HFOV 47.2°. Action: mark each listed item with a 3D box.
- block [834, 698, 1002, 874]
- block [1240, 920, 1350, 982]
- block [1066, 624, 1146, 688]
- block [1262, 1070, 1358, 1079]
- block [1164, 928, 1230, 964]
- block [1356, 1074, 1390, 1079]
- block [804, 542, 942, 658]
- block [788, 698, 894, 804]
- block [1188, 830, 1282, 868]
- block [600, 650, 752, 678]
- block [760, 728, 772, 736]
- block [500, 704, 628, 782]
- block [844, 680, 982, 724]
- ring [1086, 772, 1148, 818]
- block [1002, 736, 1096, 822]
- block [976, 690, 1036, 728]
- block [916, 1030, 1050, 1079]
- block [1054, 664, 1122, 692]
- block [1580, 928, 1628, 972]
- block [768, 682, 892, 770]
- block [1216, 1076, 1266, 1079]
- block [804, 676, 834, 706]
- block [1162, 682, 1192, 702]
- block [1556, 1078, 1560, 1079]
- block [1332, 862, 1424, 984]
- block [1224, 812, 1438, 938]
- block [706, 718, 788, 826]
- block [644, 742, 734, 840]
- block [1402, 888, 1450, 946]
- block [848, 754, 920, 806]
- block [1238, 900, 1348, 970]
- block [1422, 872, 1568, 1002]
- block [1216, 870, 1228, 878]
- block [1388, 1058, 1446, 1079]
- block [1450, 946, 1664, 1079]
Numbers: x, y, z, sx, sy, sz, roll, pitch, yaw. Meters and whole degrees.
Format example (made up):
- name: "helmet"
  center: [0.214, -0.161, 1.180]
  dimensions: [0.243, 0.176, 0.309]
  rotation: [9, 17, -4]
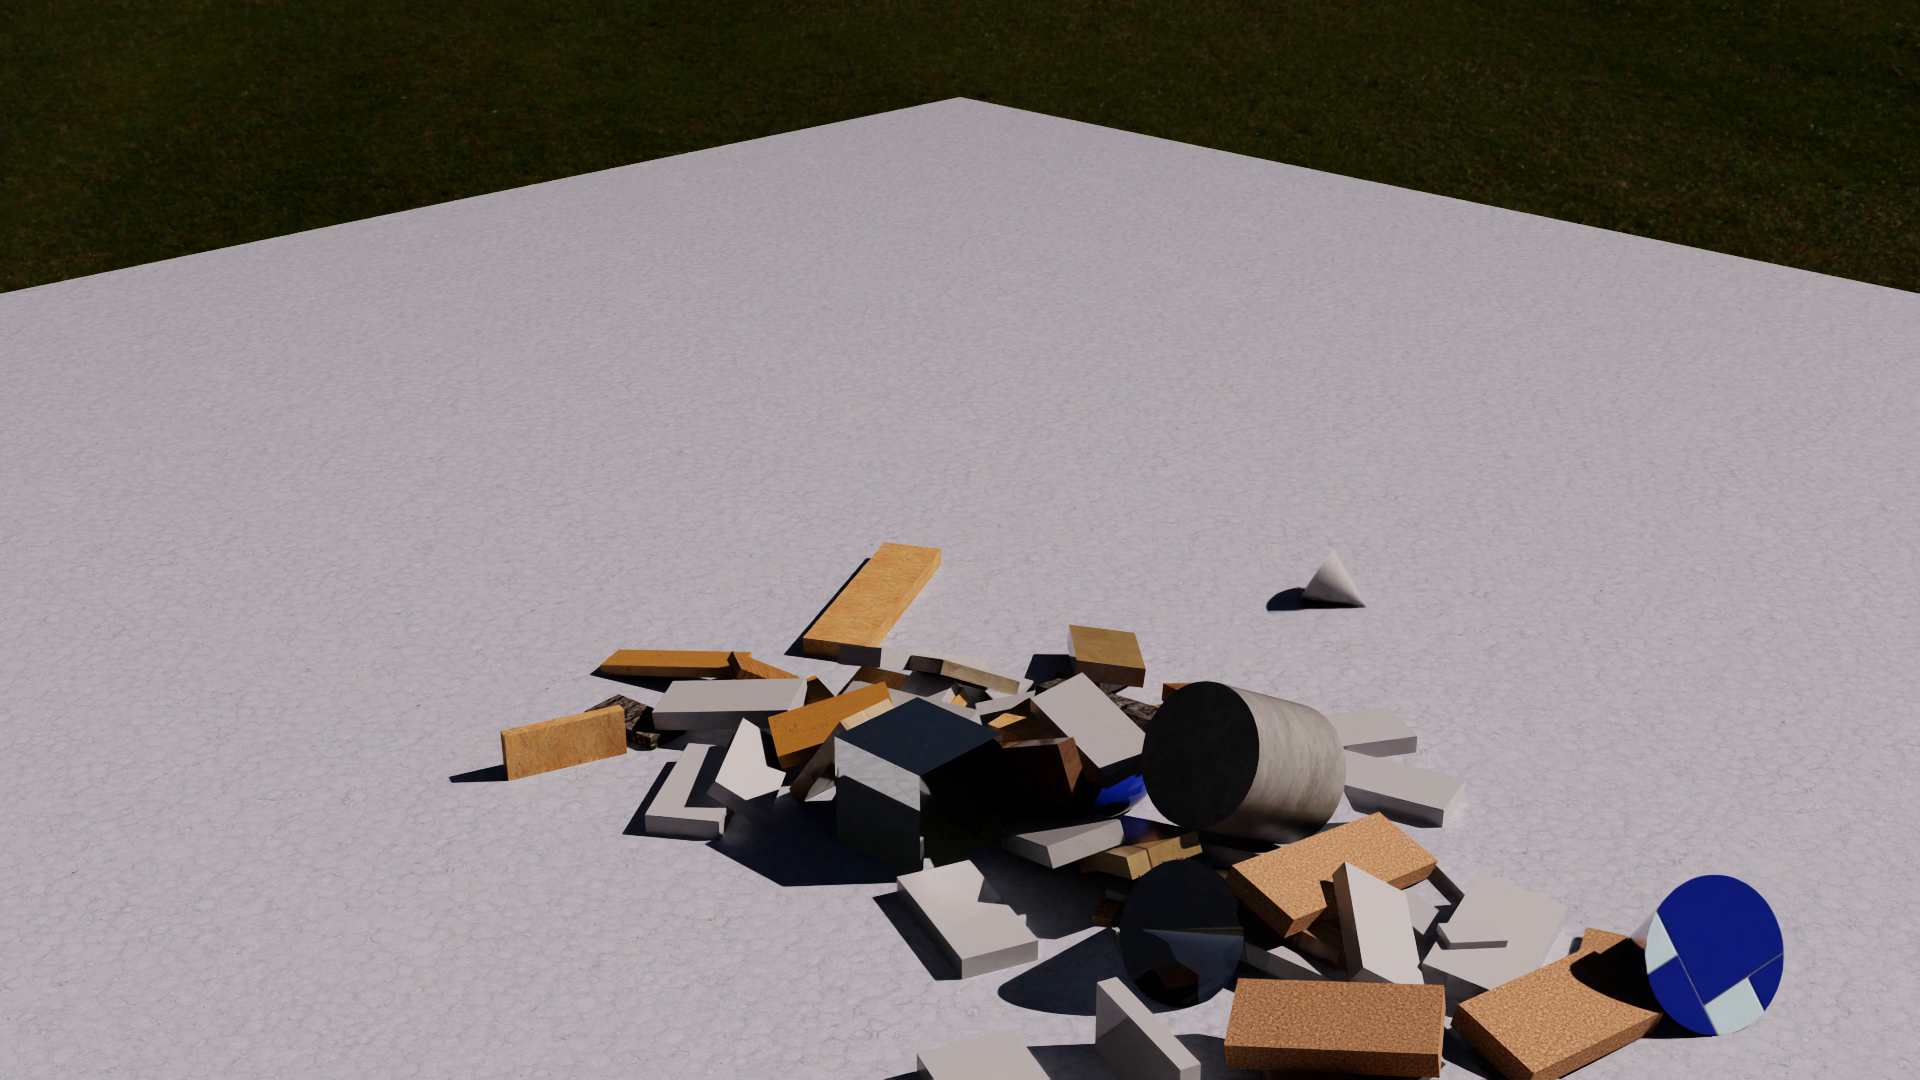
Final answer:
- name: "block"
  center: [-0.081, 0.486, 4.321]
  dimensions: [0.231, 0.231, 0.231]
  rotation: [20, 30, 39]
- name: "block"
  center: [0.561, 0.735, 3.937]
  dimensions: [0.426, 0.035, 0.125]
  rotation: [19, 12, 37]
- name: "block"
  center: [0.328, 0.260, 4.967]
  dimensions: [0.153, 0.043, 0.307]
  rotation: [7, 12, -2]
- name: "block"
  center: [0.576, 0.886, 3.552]
  dimensions: [0.128, 0.036, 0.256]
  rotation: [-13, 26, -5]
- name: "block"
  center: [0.435, 0.734, 4.010]
  dimensions: [0.117, 0.017, 0.058]
  rotation: [21, 30, 40]
- name: "block"
  center: [0.661, 0.919, 3.530]
  dimensions: [0.110, 0.031, 0.624]
  rotation: [-17, 27, -13]
- name: "block"
  center: [-0.207, 0.145, 5.364]
  dimensions: [0.152, 0.043, 0.593]
  rotation: [7, 24, 15]
- name: "block"
  center: [-0.237, 0.428, 4.449]
  dimensions: [0.133, 0.266, 0.038]
  rotation: [-22, 68, -42]
- name: "block"
  center: [0.565, 0.607, 4.225]
  dimensions: [0.266, 0.038, 0.133]
  rotation: [9, 5, 21]
- name: "block"
  center: [-0.645, 0.281, 4.999]
  dimensions: [0.347, 0.025, 0.088]
  rotation: [0, 21, 23]
- name: "block"
  center: [-0.381, 0.407, 4.770]
  dimensions: [0.175, 0.025, 0.088]
  rotation: [-3, 23, -8]
- name: "block"
  center: [-0.832, 0.426, 4.625]
  dimensions: [0.259, 0.103, 0.029]
  rotation: [-12, 26, -25]
- name: "block"
  center: [-0.128, 0.389, 4.597]
  dimensions: [0.312, 0.043, 0.153]
  rotation: [11, 45, 30]
- name: "ring"
  center: [0.219, 0.454, 4.531]
  dimensions: [0.384, 0.128, 0.384]
  rotation: [0, 24, 0]
- name: "block"
  center: [0.129, 0.472, 4.309]
  dimensions: [0.043, 0.152, 0.303]
  rotation: [-19, 5, -38]
- name: "block"
  center: [0.147, 0.369, 4.704]
  dimensions: [0.222, 0.111, 0.031]
  rotation: [-12, 53, -4]
- name: "block"
  center: [0.076, 0.921, 3.528]
  dimensions: [0.174, 0.049, 0.348]
  rotation: [-9, 25, -21]
- name: "block"
  center: [0.314, 0.303, 4.941]
  dimensions: [0.111, 0.031, 0.222]
  rotation: [14, 14, 28]
- name: "block"
  center: [1.154, 0.752, 3.961]
  dimensions: [0.075, 0.021, 0.149]
  rotation: [10, 25, 21]
- name: "block"
  center: [-0.262, 0.385, 4.580]
  dimensions: [0.257, 0.036, 0.129]
  rotation: [-17, 37, -4]
- name: "block"
  center: [0.449, 0.946, 3.484]
  dimensions: [0.128, 0.036, 0.256]
  rotation: [-2, 23, -5]
- name: "block"
  center: [-0.320, 0.366, 4.775]
  dimensions: [0.103, 0.029, 0.207]
  rotation: [-20, 29, -19]
- name: "block"
  center: [0.564, 0.360, 4.765]
  dimensions: [0.137, 0.039, 0.274]
  rotation: [1, 9, -24]
- name: "block"
  center: [0.954, 0.913, 3.588]
  dimensions: [0.056, 0.016, 0.112]
  rotation: [12, 26, 26]
- name: "block"
  center: [0.740, 0.700, 3.889]
  dimensions: [0.137, 0.039, 0.275]
  rotation: [28, 29, -15]
- name: "block"
  center: [0.693, 0.615, 4.078]
  dimensions: [0.494, 0.043, 0.152]
  rotation: [-9, 40, -47]
- name: "block"
  center: [-0.427, 0.474, 4.505]
  dimensions: [0.129, 0.036, 0.257]
  rotation: [33, 25, -7]
- name: "block"
  center: [-0.524, 0.512, 4.499]
  dimensions: [0.152, 0.043, 0.304]
  rotation: [4, 23, 9]
- name: "block"
  center: [0.849, 0.700, 4.084]
  dimensions: [0.075, 0.021, 0.149]
  rotation: [-11, 25, -24]
- name: "block"
  center: [-0.151, 0.483, 4.583]
  dimensions: [0.109, 0.031, 0.222]
  rotation: [5, 24, 13]
- name: "block"
  center: [0.633, 0.707, 3.975]
  dimensions: [0.125, 0.035, 0.250]
  rotation: [3, 13, -39]
- name: "block"
  center: [0.962, 0.728, 3.955]
  dimensions: [0.171, 0.048, 0.342]
  rotation: [19, 29, 23]
- name: "block"
  center: [0.461, 0.632, 4.104]
  dimensions: [0.220, 0.031, 0.110]
  rotation: [7, -4, -2]
- name: "block"
  center: [0.738, 0.869, 3.585]
  dimensions: [0.016, 0.112, 0.056]
  rotation: [36, 15, -27]
- name: "block"
  center: [1.012, 0.808, 3.720]
  dimensions: [0.342, 0.048, 0.171]
  rotation: [-12, 39, -35]
